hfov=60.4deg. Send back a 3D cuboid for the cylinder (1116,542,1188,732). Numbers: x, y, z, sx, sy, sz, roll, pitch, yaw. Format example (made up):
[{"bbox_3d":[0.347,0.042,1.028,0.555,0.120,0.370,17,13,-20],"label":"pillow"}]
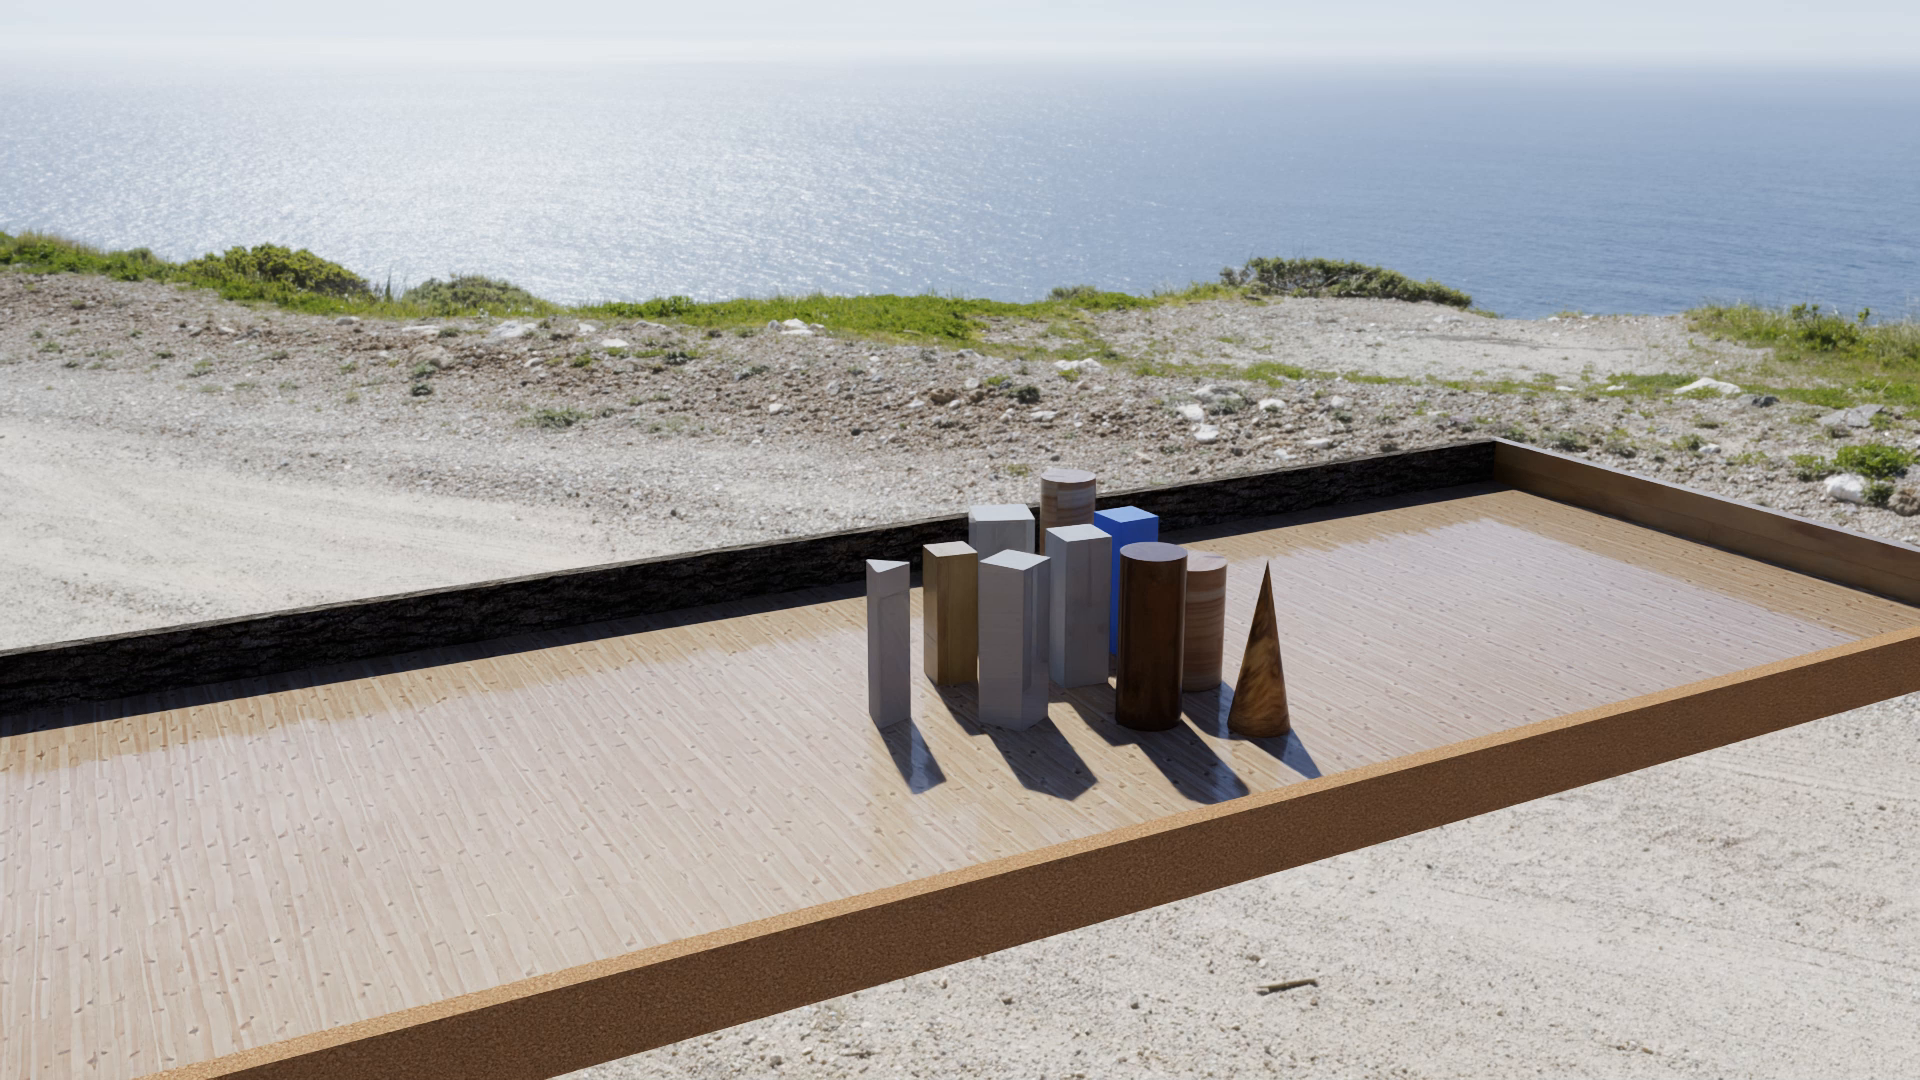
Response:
[{"bbox_3d":[0.446,0.225,3.853,0.156,0.415,0.156,0,16,0],"label":"cylinder"}]

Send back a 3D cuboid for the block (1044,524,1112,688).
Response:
[{"bbox_3d":[0.292,0.164,4.120,0.123,0.381,0.123,-6,18,-21],"label":"block"}]

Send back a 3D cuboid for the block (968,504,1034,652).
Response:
[{"bbox_3d":[0.108,0.103,4.356,0.152,0.366,0.152,-2,16,-7],"label":"block"}]

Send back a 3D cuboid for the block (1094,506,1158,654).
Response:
[{"bbox_3d":[0.433,0.106,4.352,0.121,0.362,0.121,-9,19,-29],"label":"block"}]

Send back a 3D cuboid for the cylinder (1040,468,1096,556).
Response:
[{"bbox_3d":[0.295,0.021,4.558,0.152,0.409,0.152,0,16,0],"label":"cylinder"}]

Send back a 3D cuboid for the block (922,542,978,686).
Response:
[{"bbox_3d":[-0.025,0.183,4.134,0.106,0.337,0.106,-6,17,-19],"label":"block"}]

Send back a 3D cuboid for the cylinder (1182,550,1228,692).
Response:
[{"bbox_3d":[0.571,0.201,4.112,0.176,0.315,0.176,0,16,0],"label":"cylinder"}]

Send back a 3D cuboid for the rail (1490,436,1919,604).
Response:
[{"bbox_3d":[2.466,-0.048,5.253,0.050,0.150,2.100,-9,18,-27],"label":"rail"}]

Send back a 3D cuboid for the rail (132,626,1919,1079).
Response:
[{"bbox_3d":[-2.336,1.006,1.665,12.000,0.150,0.050,-9,18,-27],"label":"rail"}]

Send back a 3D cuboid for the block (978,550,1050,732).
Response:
[{"bbox_3d":[0.127,0.234,3.859,0.119,0.394,0.119,11,19,32],"label":"block"}]

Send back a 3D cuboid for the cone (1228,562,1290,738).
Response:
[{"bbox_3d":[0.702,0.238,3.815,0.148,0.411,0.148,0,16,0],"label":"cone"}]

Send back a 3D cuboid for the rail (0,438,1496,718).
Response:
[{"bbox_3d":[-3.305,0.497,3.399,12.000,0.150,0.050,-9,18,-27],"label":"rail"}]

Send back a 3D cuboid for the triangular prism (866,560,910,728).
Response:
[{"bbox_3d":[-0.184,0.238,3.867,0.089,0.383,0.102,14,22,40],"label":"triangular prism"}]
